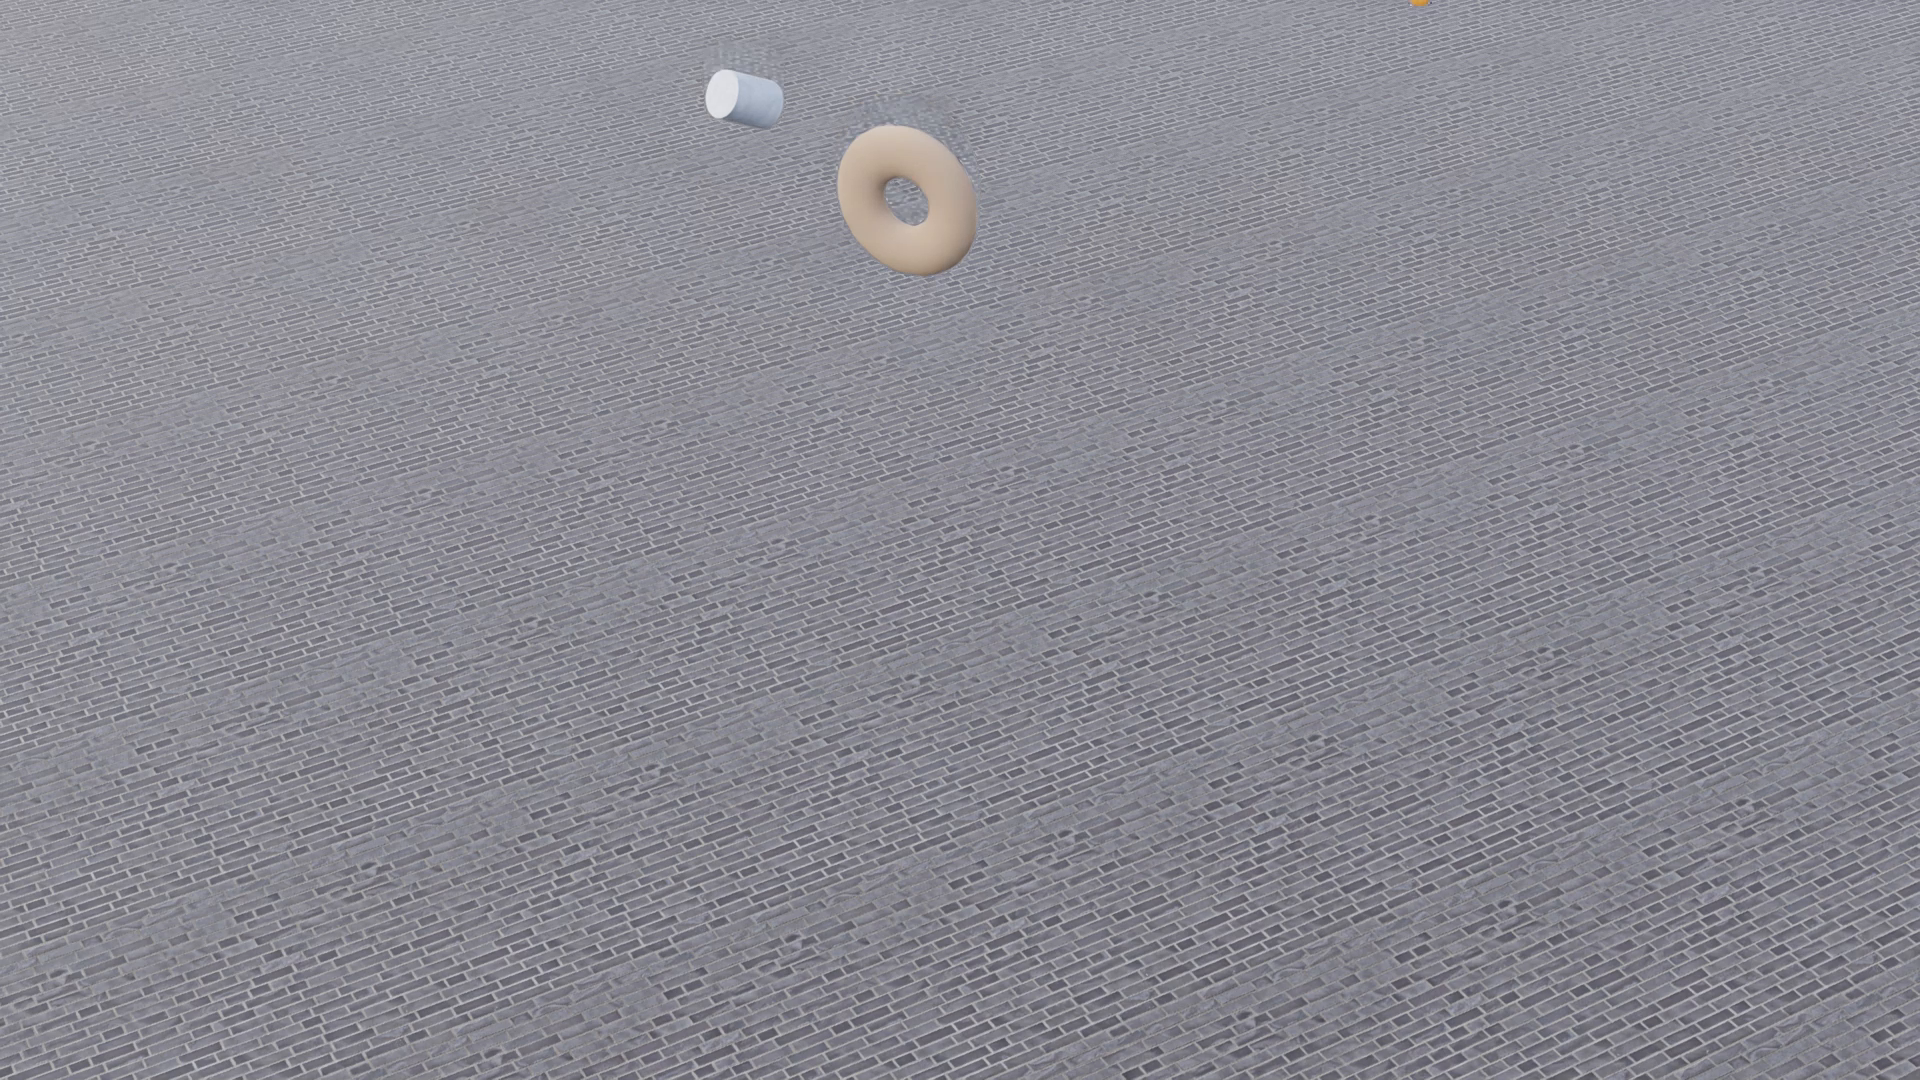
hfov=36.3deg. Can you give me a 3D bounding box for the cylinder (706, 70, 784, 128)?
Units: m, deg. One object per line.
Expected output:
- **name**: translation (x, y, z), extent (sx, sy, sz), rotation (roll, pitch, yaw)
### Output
- **cylinder**: translation (-0.597, -1.222, 8.130), extent (0.136, 0.136, 0.166), rotation (-12, -12, 43)

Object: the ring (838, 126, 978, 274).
- **ring**: translation (-0.147, -0.938, 8.125), extent (0.441, 0.514, 0.071), rotation (39, 51, 3)
